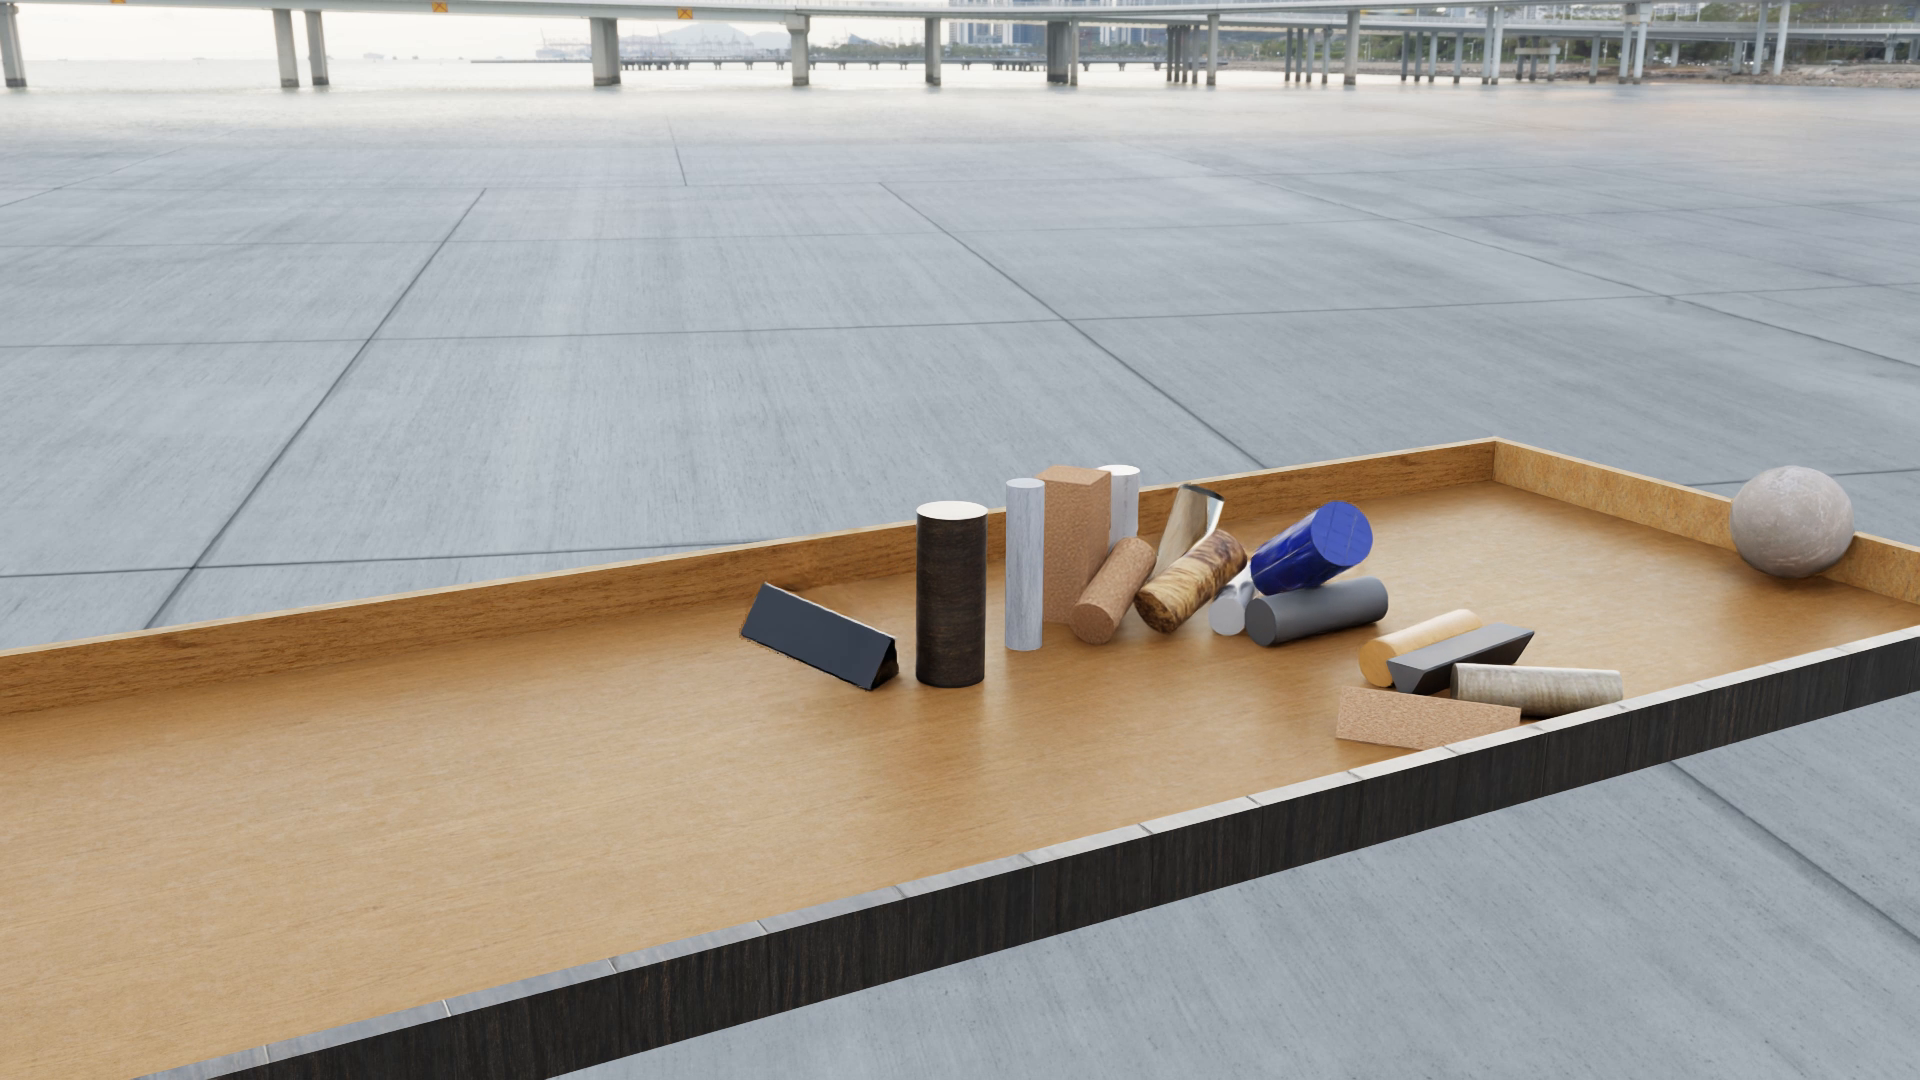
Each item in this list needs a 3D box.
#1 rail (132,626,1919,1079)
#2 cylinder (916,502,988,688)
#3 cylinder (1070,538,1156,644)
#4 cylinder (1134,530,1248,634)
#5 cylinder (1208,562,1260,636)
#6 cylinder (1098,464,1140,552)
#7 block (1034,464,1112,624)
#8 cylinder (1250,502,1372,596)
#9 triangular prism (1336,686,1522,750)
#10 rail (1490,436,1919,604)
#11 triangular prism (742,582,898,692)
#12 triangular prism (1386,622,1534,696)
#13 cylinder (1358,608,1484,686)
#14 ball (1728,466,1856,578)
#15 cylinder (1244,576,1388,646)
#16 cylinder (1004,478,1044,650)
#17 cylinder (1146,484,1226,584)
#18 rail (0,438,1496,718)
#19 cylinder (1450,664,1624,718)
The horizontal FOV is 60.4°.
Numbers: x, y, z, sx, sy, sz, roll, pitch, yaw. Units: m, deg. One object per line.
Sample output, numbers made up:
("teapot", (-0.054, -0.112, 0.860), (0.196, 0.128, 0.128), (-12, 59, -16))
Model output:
("rail", (-2.336, 1.006, 1.665), (12.000, 0.150, 0.050), (-9, 18, -27))
("cylinder", (-0.022, 0.135, 4.120), (0.175, 0.434, 0.175), (1, 16, 0))
("cylinder", (0.421, 0.135, 4.516), (0.127, 0.127, 0.357), (7, 33, 24))
("cylinder", (0.634, 0.113, 4.521), (0.308, 0.142, 0.142), (-37, 34, -26))
("cylinder", (0.772, 0.161, 4.619), (0.106, 0.106, 0.349), (5, 17, 16))
("cylinder", (0.462, -0.036, 4.853), (0.122, 0.351, 0.122), (0, 16, 0))
("block", (0.307, 0.013, 4.595), (0.171, 0.404, 0.171), (7, 18, 24))
("cylinder", (0.952, 0.036, 4.495), (0.177, 0.177, 0.381), (-5, -15, -17))
("triangular prism", (1.069, 0.408, 3.765), (0.394, 0.107, 0.124), (6, 17, 20))
("rail", (2.466, -0.048, 5.253), (0.050, 0.150, 2.100), (-9, 18, -27))
("triangular prism", (-0.347, 0.232, 4.183), (0.390, 0.126, 0.146), (21, 24, 22))
("triangular prism", (1.262, 0.290, 4.109), (0.456, 0.111, 0.096), (-13, -12, -36))
("cylinder", (1.181, 0.273, 4.214), (0.372, 0.120, 0.120), (-13, 21, -38))
("ball", (2.452, -0.052, 4.867), (0.333, 0.333, 0.333), (0, 16, 0))
("cylinder", (0.970, 0.190, 4.478), (0.399, 0.129, 0.129), (-9, 19, -29))
("cylinder", (0.170, 0.065, 4.344), (0.100, 0.445, 0.100), (0, 16, 0))
("cylinder", (0.638, 0.016, 4.681), (0.135, 0.324, 0.135), (19, -7, 2))
("rail", (-3.305, 0.497, 3.399), (12.000, 0.150, 0.050), (-9, 18, -27))
("cylinder", (1.366, 0.360, 3.920), (0.372, 0.118, 0.118), (2, 17, 7))
